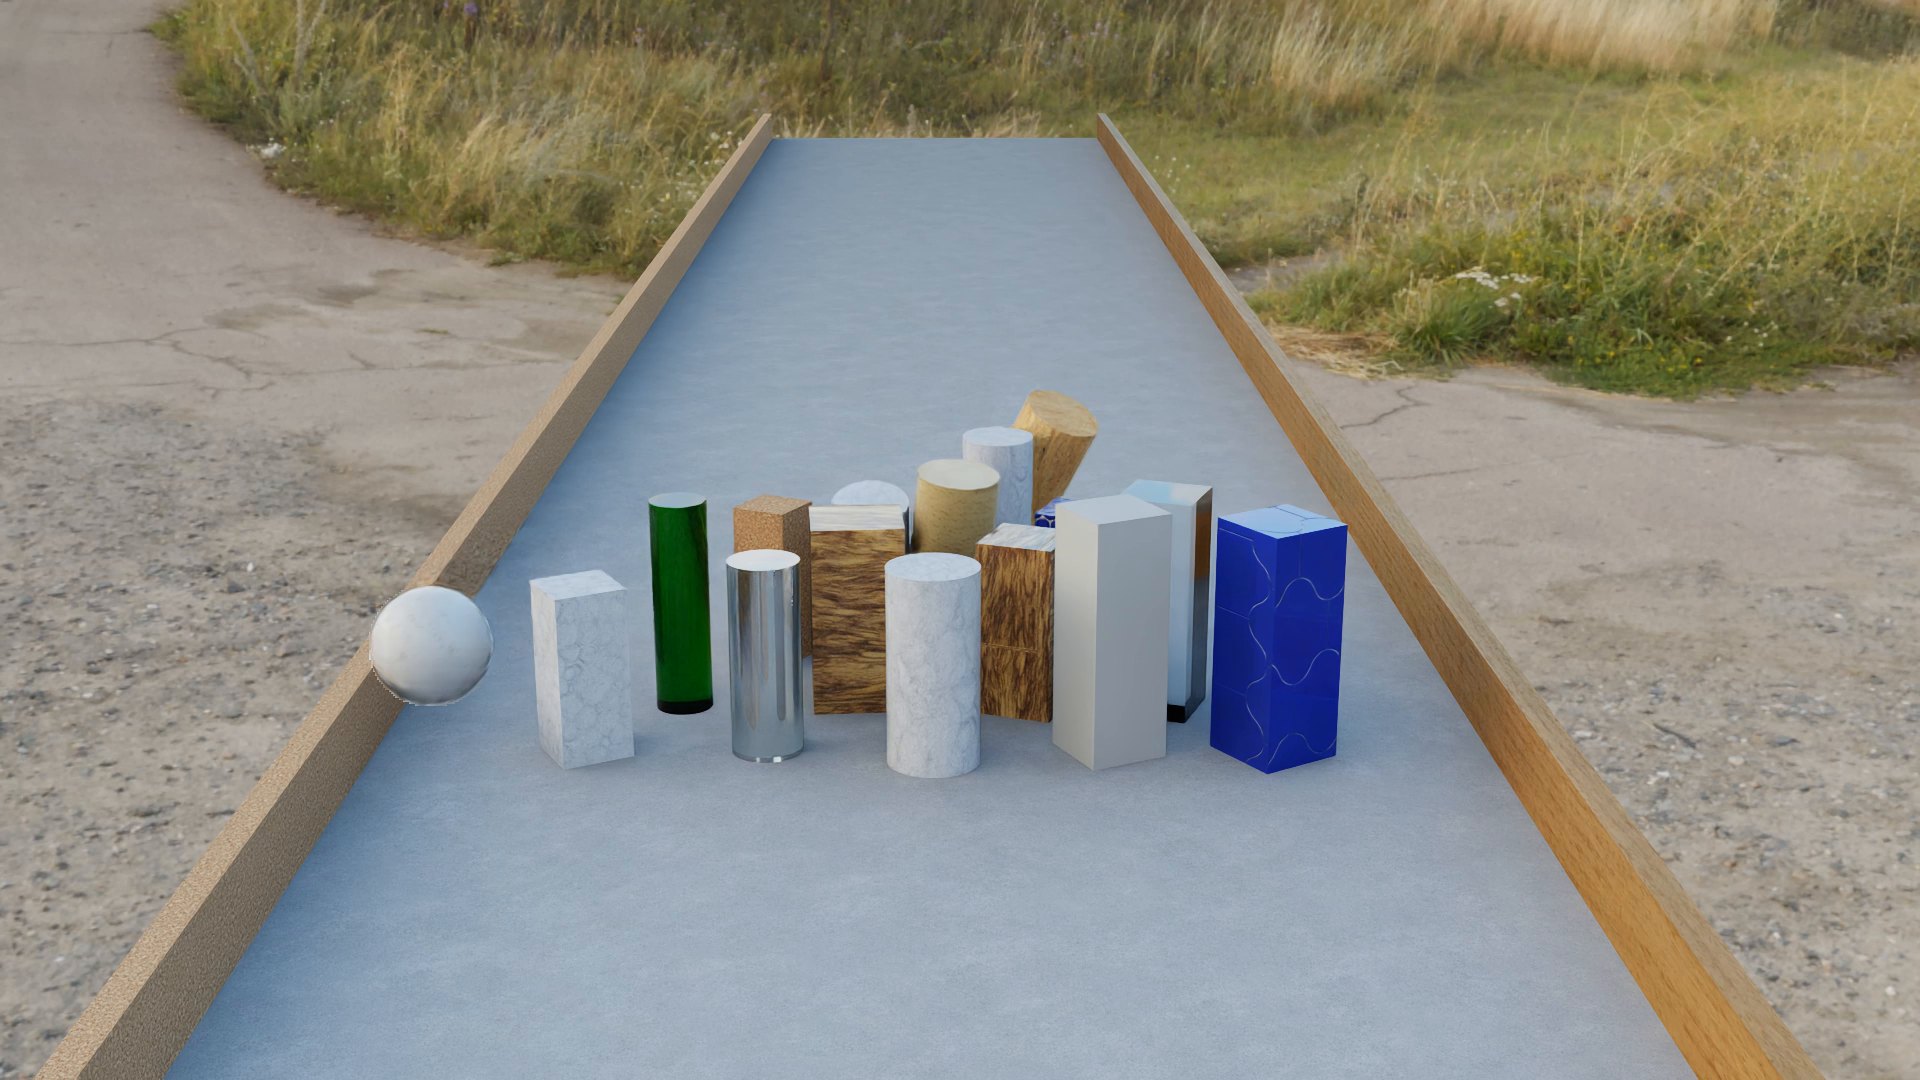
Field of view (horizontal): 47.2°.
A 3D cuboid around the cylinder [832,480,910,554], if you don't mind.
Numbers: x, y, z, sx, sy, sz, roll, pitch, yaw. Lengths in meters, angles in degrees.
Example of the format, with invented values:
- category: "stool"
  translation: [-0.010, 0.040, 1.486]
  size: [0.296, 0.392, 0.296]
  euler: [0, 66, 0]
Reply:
- category: "cylinder"
  translation: [-0.175, 0.058, 4.404]
  size: [0.153, 0.325, 0.153]
  euler: [0, 37, 0]

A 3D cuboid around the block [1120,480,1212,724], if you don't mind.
- category: "block"
  translation: [0.376, 0.113, 4.111]
  size: [0.145, 0.419, 0.145]
  euler: [6, 18, 21]

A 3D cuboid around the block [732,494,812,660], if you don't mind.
- category: "block"
  translation: [-0.370, 0.082, 4.392]
  size: [0.113, 0.318, 0.113]
  euler: [8, 18, 26]

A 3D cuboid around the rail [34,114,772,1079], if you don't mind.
- category: "rail"
  translation: [-1.118, -0.838, 7.780]
  size: [0.050, 0.150, 12.000]
  euler: [0, 17, -1]

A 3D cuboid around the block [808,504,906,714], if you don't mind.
- category: "block"
  translation: [-0.194, 0.129, 4.164]
  size: [0.173, 0.359, 0.173]
  euler: [-1, 17, -5]

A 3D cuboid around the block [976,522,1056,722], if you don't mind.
- category: "block"
  translation: [0.123, 0.154, 4.127]
  size: [0.146, 0.332, 0.146]
  euler: [6, 18, 20]

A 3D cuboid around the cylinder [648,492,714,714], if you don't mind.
- category: "cylinder"
  translation: [-0.522, 0.119, 4.117]
  size: [0.106, 0.404, 0.106]
  euler: [0, 17, 0]

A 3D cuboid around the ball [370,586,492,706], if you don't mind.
- category: "ball"
  translation: [-0.949, 0.189, 3.952]
  size: [0.214, 0.214, 0.214]
  euler: [0, 17, 0]

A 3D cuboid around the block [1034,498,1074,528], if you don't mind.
- category: "block"
  translation: [0.229, 0.088, 4.383]
  size: [0.127, 0.312, 0.127]
  euler: [7, 18, 22]

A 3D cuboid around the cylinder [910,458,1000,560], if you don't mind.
- category: "cylinder"
  translation: [-0.019, 0.048, 4.355]
  size: [0.161, 0.386, 0.161]
  euler: [5, 23, -2]

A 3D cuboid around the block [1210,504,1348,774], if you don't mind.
- category: "block"
  translation: [0.562, 0.173, 3.892]
  size: [0.159, 0.430, 0.159]
  euler: [-10, 19, -31]

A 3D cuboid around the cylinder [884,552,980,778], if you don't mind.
- category: "cylinder"
  translation: [-0.047, 0.218, 3.861]
  size: [0.168, 0.360, 0.168]
  euler: [0, 17, 0]

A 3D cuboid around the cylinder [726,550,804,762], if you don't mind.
- category: "cylinder"
  translation: [-0.346, 0.206, 3.909]
  size: [0.129, 0.356, 0.129]
  euler: [0, 17, 0]

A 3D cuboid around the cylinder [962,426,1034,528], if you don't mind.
- category: "cylinder"
  translation: [0.077, -0.030, 4.634]
  size: [0.147, 0.391, 0.147]
  euler: [0, 18, 0]

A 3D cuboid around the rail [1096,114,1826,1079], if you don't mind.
- category: "rail"
  translation: [0.932, -0.844, 7.801]
  size: [0.050, 0.150, 12.000]
  euler: [0, 17, -1]

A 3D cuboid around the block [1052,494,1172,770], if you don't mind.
- category: "block"
  translation: [0.267, 0.161, 3.895]
  size: [0.148, 0.450, 0.148]
  euler: [-8, 18, -26]

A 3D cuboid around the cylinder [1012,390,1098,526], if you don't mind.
- category: "cylinder"
  translation: [0.133, -0.106, 4.782]
  size: [0.166, 0.430, 0.166]
  euler: [20, 31, -13]

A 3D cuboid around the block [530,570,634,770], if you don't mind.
- category: "block"
  translation: [-0.671, 0.228, 3.909]
  size: [0.131, 0.314, 0.131]
  euler: [-9, 19, -28]
